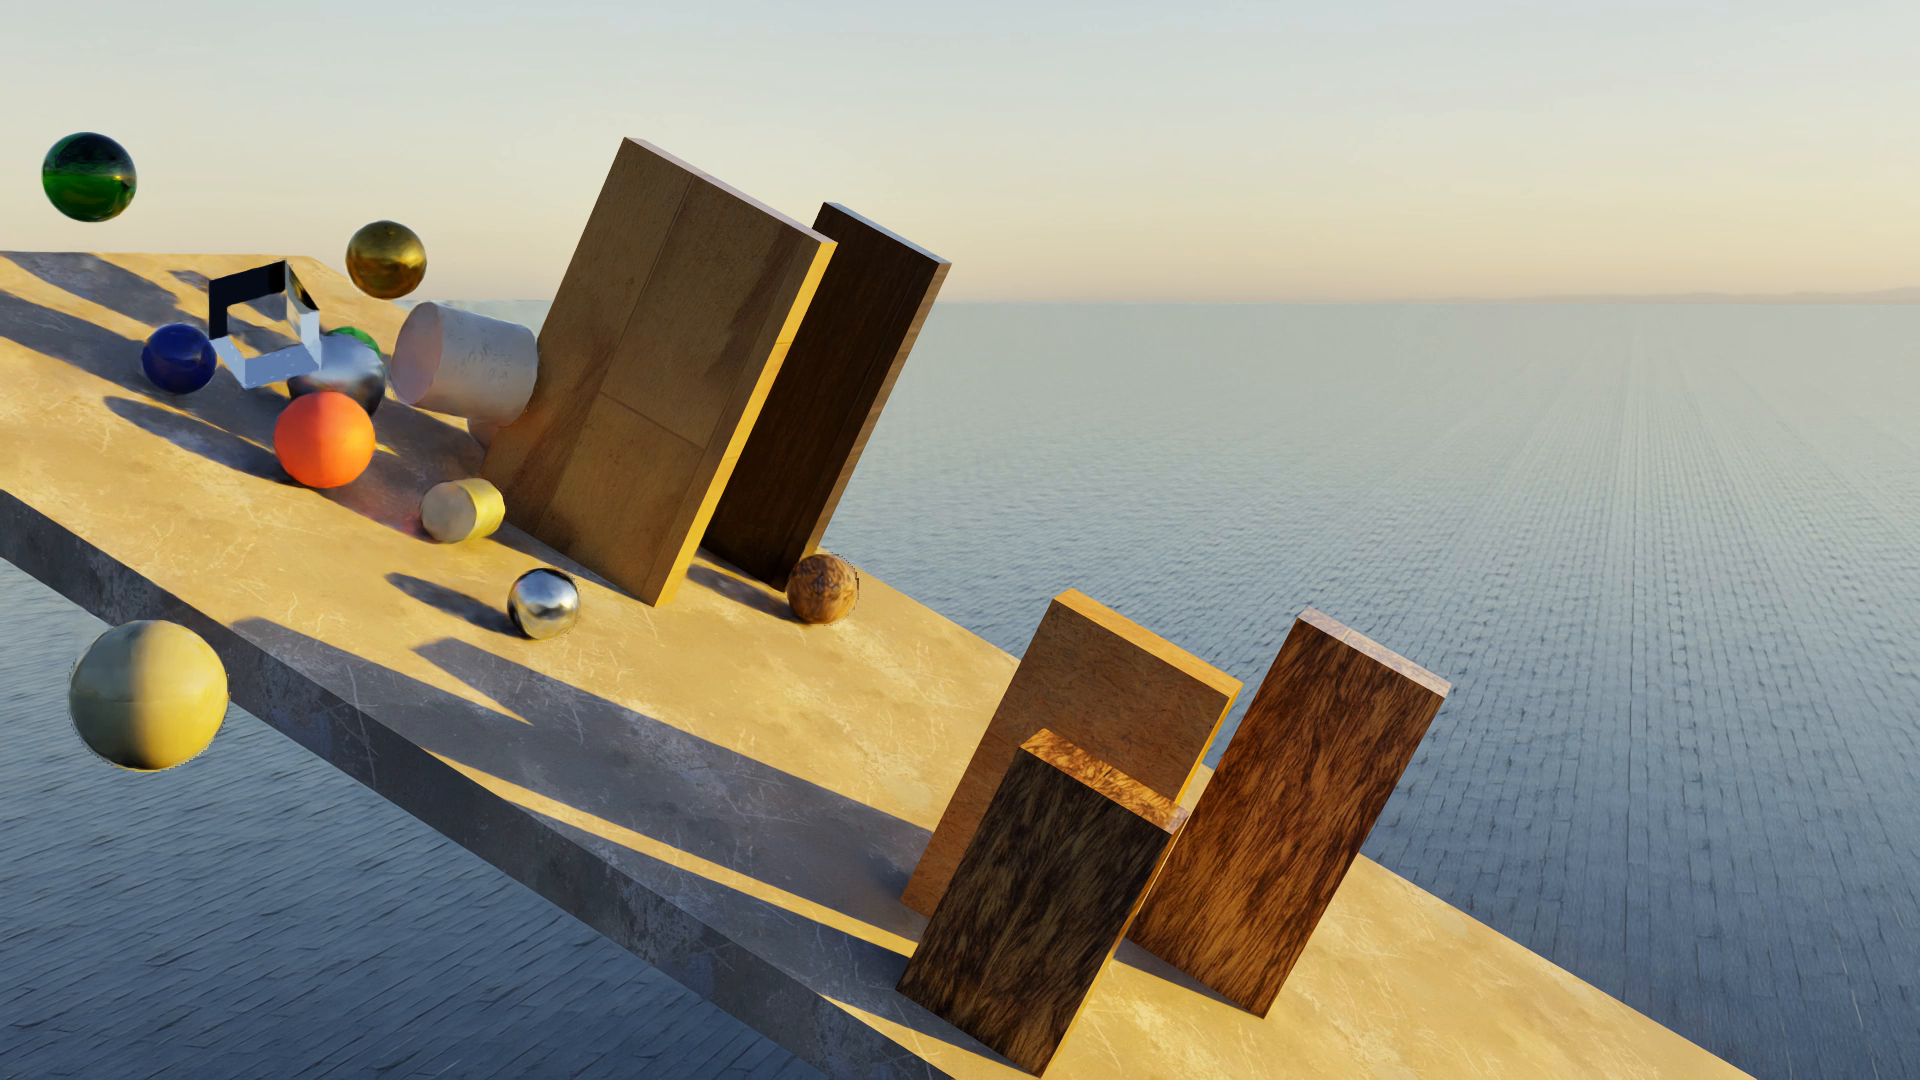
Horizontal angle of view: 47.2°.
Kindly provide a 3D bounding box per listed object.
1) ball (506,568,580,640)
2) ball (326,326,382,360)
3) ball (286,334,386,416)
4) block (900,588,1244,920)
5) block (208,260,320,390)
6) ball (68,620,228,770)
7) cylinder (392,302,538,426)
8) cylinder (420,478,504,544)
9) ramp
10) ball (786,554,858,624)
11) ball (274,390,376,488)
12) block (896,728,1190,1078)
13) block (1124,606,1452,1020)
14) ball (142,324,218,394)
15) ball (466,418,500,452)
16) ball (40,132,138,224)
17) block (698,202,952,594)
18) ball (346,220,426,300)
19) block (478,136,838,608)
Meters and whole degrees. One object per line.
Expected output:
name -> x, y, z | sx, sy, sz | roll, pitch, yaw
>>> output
ball -> -0.729, 0.111, 3.853 | 0.126, 0.126, 0.126 | 0, 7, 0
ball -> -1.287, -0.379, 4.620 | 0.138, 0.138, 0.138 | 0, 7, 0
ball -> -1.236, -0.315, 4.365 | 0.190, 0.190, 0.190 | 0, 7, 0
block -> 0.174, 0.403, 3.497 | 0.312, 0.563, 0.121 | 29, 14, 12
block -> -1.341, -0.415, 4.243 | 0.154, 0.154, 0.154 | -15, -35, 2
ball -> -1.094, 0.208, 2.968 | 0.203, 0.203, 0.203 | 0, 7, 0
cylinder -> -0.961, -0.340, 4.270 | 0.204, 0.204, 0.204 | 12, -3, -40
cylinder -> -0.929, -0.055, 4.112 | 0.114, 0.114, 0.114 | 2, 6, 14
ramp -> -0.239, 0.400, 4.156 | 4.000, 0.100, 2.000 | 29, 14, 12
ball -> -0.291, 0.104, 4.625 | 0.150, 0.150, 0.150 | 0, 7, 0
ball -> -1.166, -0.184, 4.035 | 0.179, 0.179, 0.179 | 0, 7, 0
block -> 0.121, 0.531, 3.230 | 0.249, 0.422, 0.135 | 29, 14, 12
block -> 0.562, 0.468, 3.787 | 0.274, 0.646, 0.134 | 29, 14, 12
ball -> -1.475, -0.342, 4.155 | 0.134, 0.134, 0.134 | 0, 7, 0
ball -> -0.942, -0.262, 4.596 | 0.178, 0.178, 0.178 | 0, 7, 0
ball -> -1.796, -0.748, 4.538 | 0.186, 0.186, 0.186 | 0, 7, 0
block -> -0.320, -0.302, 4.711 | 0.285, 0.790, 0.088 | 29, 14, 12
ball -> -1.224, -0.597, 4.693 | 0.169, 0.169, 0.169 | 0, 7, 0
block -> -0.605, -0.323, 4.277 | 0.448, 0.788, 0.087 | 29, 14, 12
